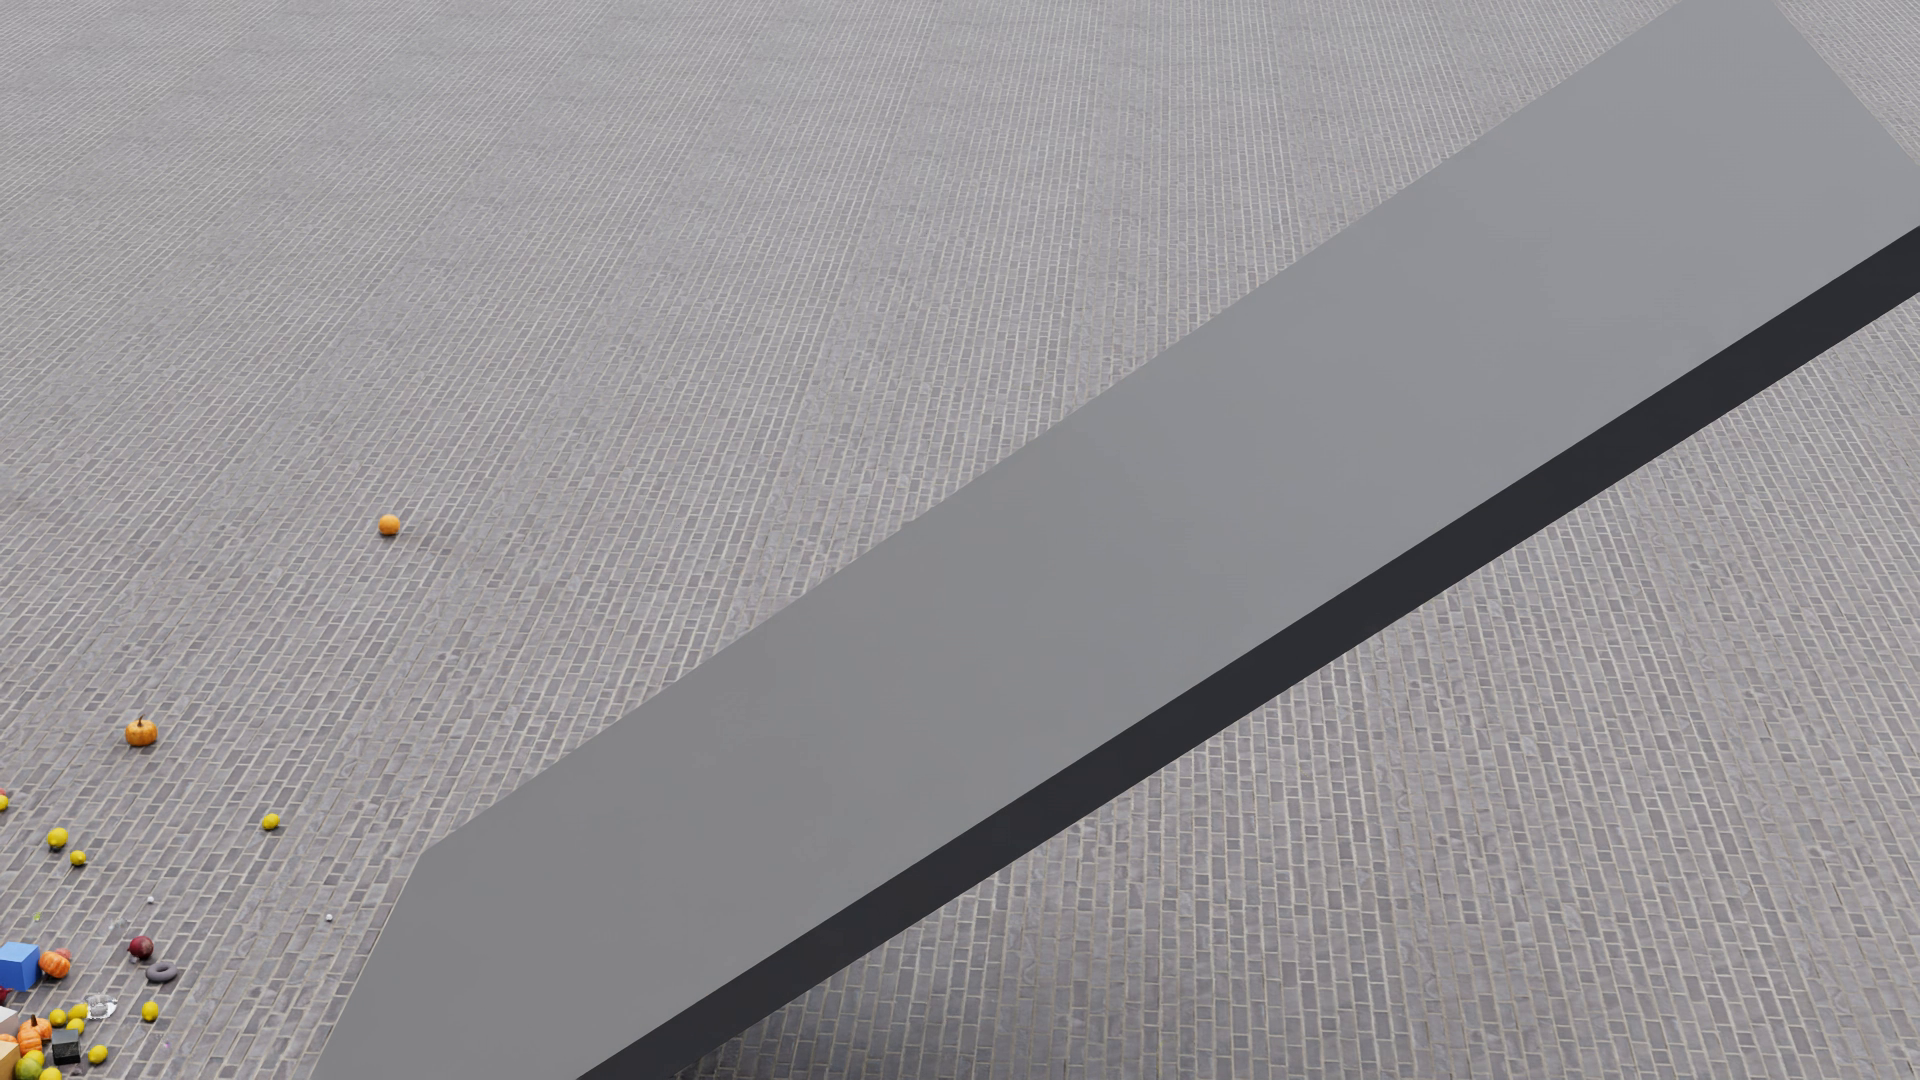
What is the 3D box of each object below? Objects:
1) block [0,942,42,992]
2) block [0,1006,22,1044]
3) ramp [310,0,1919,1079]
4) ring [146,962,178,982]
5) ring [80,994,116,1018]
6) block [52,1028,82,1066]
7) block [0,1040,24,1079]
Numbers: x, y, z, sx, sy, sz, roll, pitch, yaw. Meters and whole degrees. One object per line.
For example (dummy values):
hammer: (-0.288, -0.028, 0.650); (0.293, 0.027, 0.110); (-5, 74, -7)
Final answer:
block: (-2.349, 1.062, 7.323); (0.084, 0.084, 0.084); (5, 23, 12)
block: (-2.315, 1.175, 7.049); (0.083, 0.083, 0.083); (11, 25, 25)
ramp: (0.130, 0.178, 6.319); (4.000, 0.100, 2.000); (-34, 16, 16)
ring: (-1.997, 1.080, 7.355); (0.078, 0.026, 0.078); (0, 21, 0)
ring: (-2.110, 1.142, 7.202); (0.087, 0.029, 0.087); (1, 23, 0)
block: (-2.127, 1.207, 7.001); (0.060, 0.060, 0.060); (-5, 23, -13)
block: (-2.265, 1.236, 6.888); (0.092, 0.092, 0.092); (7, 23, 16)
